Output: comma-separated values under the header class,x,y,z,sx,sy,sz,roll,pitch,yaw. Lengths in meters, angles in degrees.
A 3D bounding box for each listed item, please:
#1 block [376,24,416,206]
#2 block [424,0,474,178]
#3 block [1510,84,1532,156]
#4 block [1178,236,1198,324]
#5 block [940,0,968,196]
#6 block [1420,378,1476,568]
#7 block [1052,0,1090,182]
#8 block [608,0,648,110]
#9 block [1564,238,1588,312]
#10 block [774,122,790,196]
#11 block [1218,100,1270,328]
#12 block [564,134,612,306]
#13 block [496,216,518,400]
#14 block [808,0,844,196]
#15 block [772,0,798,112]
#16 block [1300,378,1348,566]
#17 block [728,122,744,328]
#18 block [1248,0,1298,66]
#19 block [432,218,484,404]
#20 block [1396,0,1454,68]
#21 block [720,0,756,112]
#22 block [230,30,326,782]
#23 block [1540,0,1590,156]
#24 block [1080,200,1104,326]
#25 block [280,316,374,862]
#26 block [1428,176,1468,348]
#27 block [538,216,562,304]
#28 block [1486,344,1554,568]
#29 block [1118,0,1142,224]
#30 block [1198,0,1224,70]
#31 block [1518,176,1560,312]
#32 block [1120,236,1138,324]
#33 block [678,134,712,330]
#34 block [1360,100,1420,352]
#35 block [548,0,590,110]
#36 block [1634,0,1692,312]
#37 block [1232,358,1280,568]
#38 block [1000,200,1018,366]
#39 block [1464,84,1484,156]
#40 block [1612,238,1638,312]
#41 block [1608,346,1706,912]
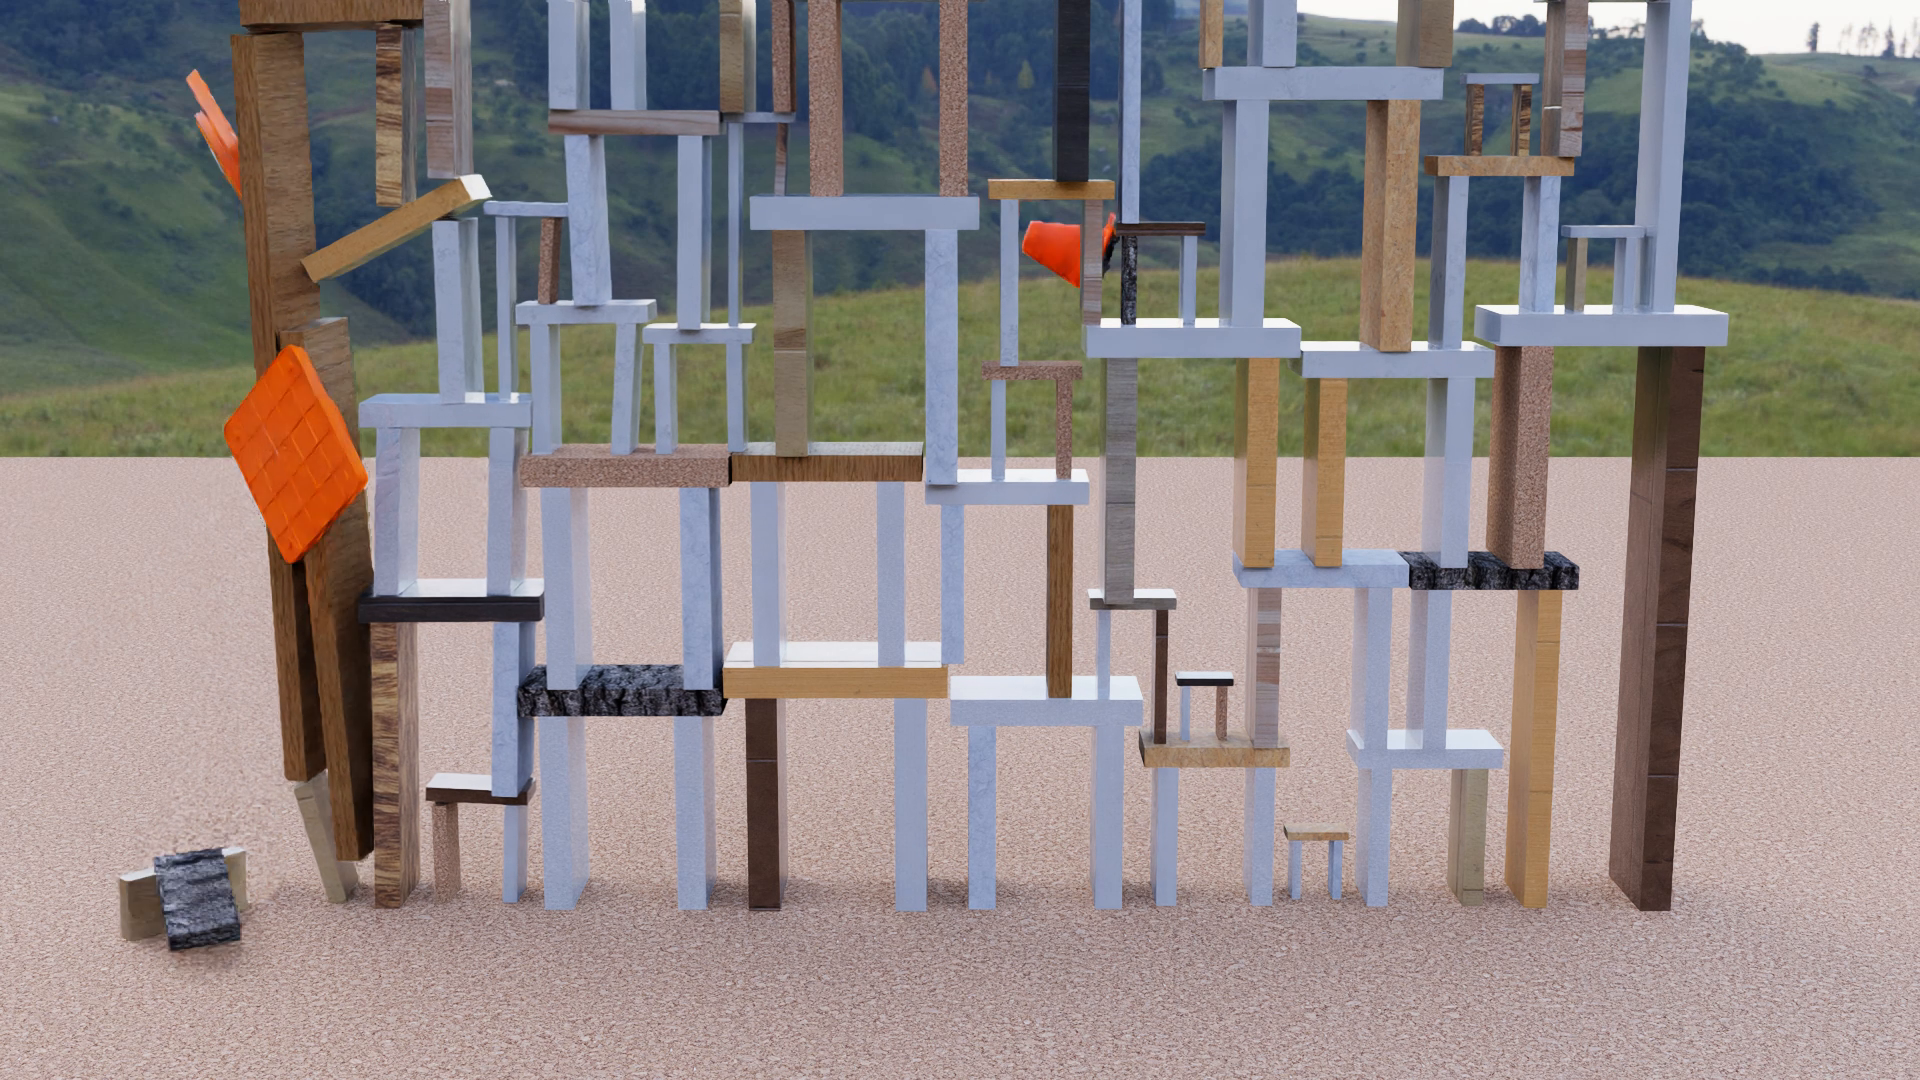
class,x,y,z,sx,sy,sz,roll,pitch,yaw
block,-0.882,-0.661,3.441,0.039,0.275,0.138,2,8,-4
block,-0.794,-0.773,3.410,0.041,0.417,0.143,1,11,-1
block,0.878,-0.657,3.441,0.016,0.111,0.055,0,11,0
block,0.360,-0.413,3.480,0.020,0.139,0.069,0,10,0
block,-0.010,-0.689,3.429,0.042,0.299,0.149,0,11,0
block,0.784,-0.118,3.536,0.042,0.303,0.150,0,11,0
block,0.173,-0.890,3.395,0.048,0.661,0.171,0,11,0
block,-0.515,-0.795,3.411,0.036,0.253,0.126,0,11,0
block,0.975,-0.422,3.481,0.016,0.115,0.058,0,11,0
block,-0.279,-0.599,3.453,0.016,0.112,0.056,4,11,0
block,0.446,-0.516,3.466,0.049,0.347,0.173,0,10,0
block,-0.585,-0.506,3.467,0.037,0.262,0.131,-1,11,1
block,-0.719,-0.370,3.490,0.019,0.291,0.068,1,10,-2
block,-0.209,-0.689,3.428,0.042,0.299,0.149,0,11,0
block,-0.275,-0.871,3.417,0.027,0.405,0.096,0,10,2
block,0.584,-0.119,3.533,0.042,0.300,0.150,0,11,0
block,-0.354,-0.497,3.469,0.016,0.317,0.056,2,11,1
block,0.483,-0.909,3.390,0.050,0.355,0.178,0,11,0
block,-0.797,-0.367,3.498,0.040,0.283,0.142,0,11,0
block,0.721,-0.909,3.390,0.050,0.356,0.178,0,11,0
block,-0.345,-0.795,3.418,0.036,0.255,0.126,2,11,3
block,-1.064,-0.197,3.511,0.039,1.195,0.138,5,16,14
block,0.941,-0.718,3.426,0.034,0.237,0.118,0,11,0
block,0.208,-0.442,3.481,0.028,0.195,0.098,0,10,0
block,-1.004,0.085,3.574,0.040,0.879,0.142,2,15,13
block,0.773,-0.442,3.482,0.030,0.268,0.105,0,11,-1
block,-0.649,-0.444,3.478,0.019,0.136,0.068,5,11,-1
block,0.899,-0.144,3.537,0.050,0.353,0.176,0,10,0
block,0.264,-0.708,3.426,0.026,0.423,0.093,0,11,-1
block,0.389,-0.825,3.403,0.026,0.185,0.093,0,11,0
block,0.916,-0.470,3.476,0.030,0.211,0.105,0,11,0
block,0.267,-0.413,3.481,0.020,0.139,0.069,0,10,0
block,-0.419,-0.488,3.470,0.037,0.298,0.131,2,11,0
block,0.677,-0.498,3.469,0.049,0.383,0.173,0,11,0
block,-0.605,-0.812,3.402,0.041,0.286,0.143,1,11,-1
block,1.098,-0.600,3.447,0.034,0.477,0.118,0,11,0
block,0.474,-0.136,3.533,0.047,0.332,0.166,0,11,0
block,0.078,-0.410,3.487,0.028,0.260,0.098,0,11,0
block,0.805,-0.657,3.442,0.016,0.111,0.055,0,11,0
block,1.052,-0.422,3.481,0.016,0.115,0.058,0,11,0
block,1.134,0.136,3.589,0.050,0.922,0.176,0,11,0
